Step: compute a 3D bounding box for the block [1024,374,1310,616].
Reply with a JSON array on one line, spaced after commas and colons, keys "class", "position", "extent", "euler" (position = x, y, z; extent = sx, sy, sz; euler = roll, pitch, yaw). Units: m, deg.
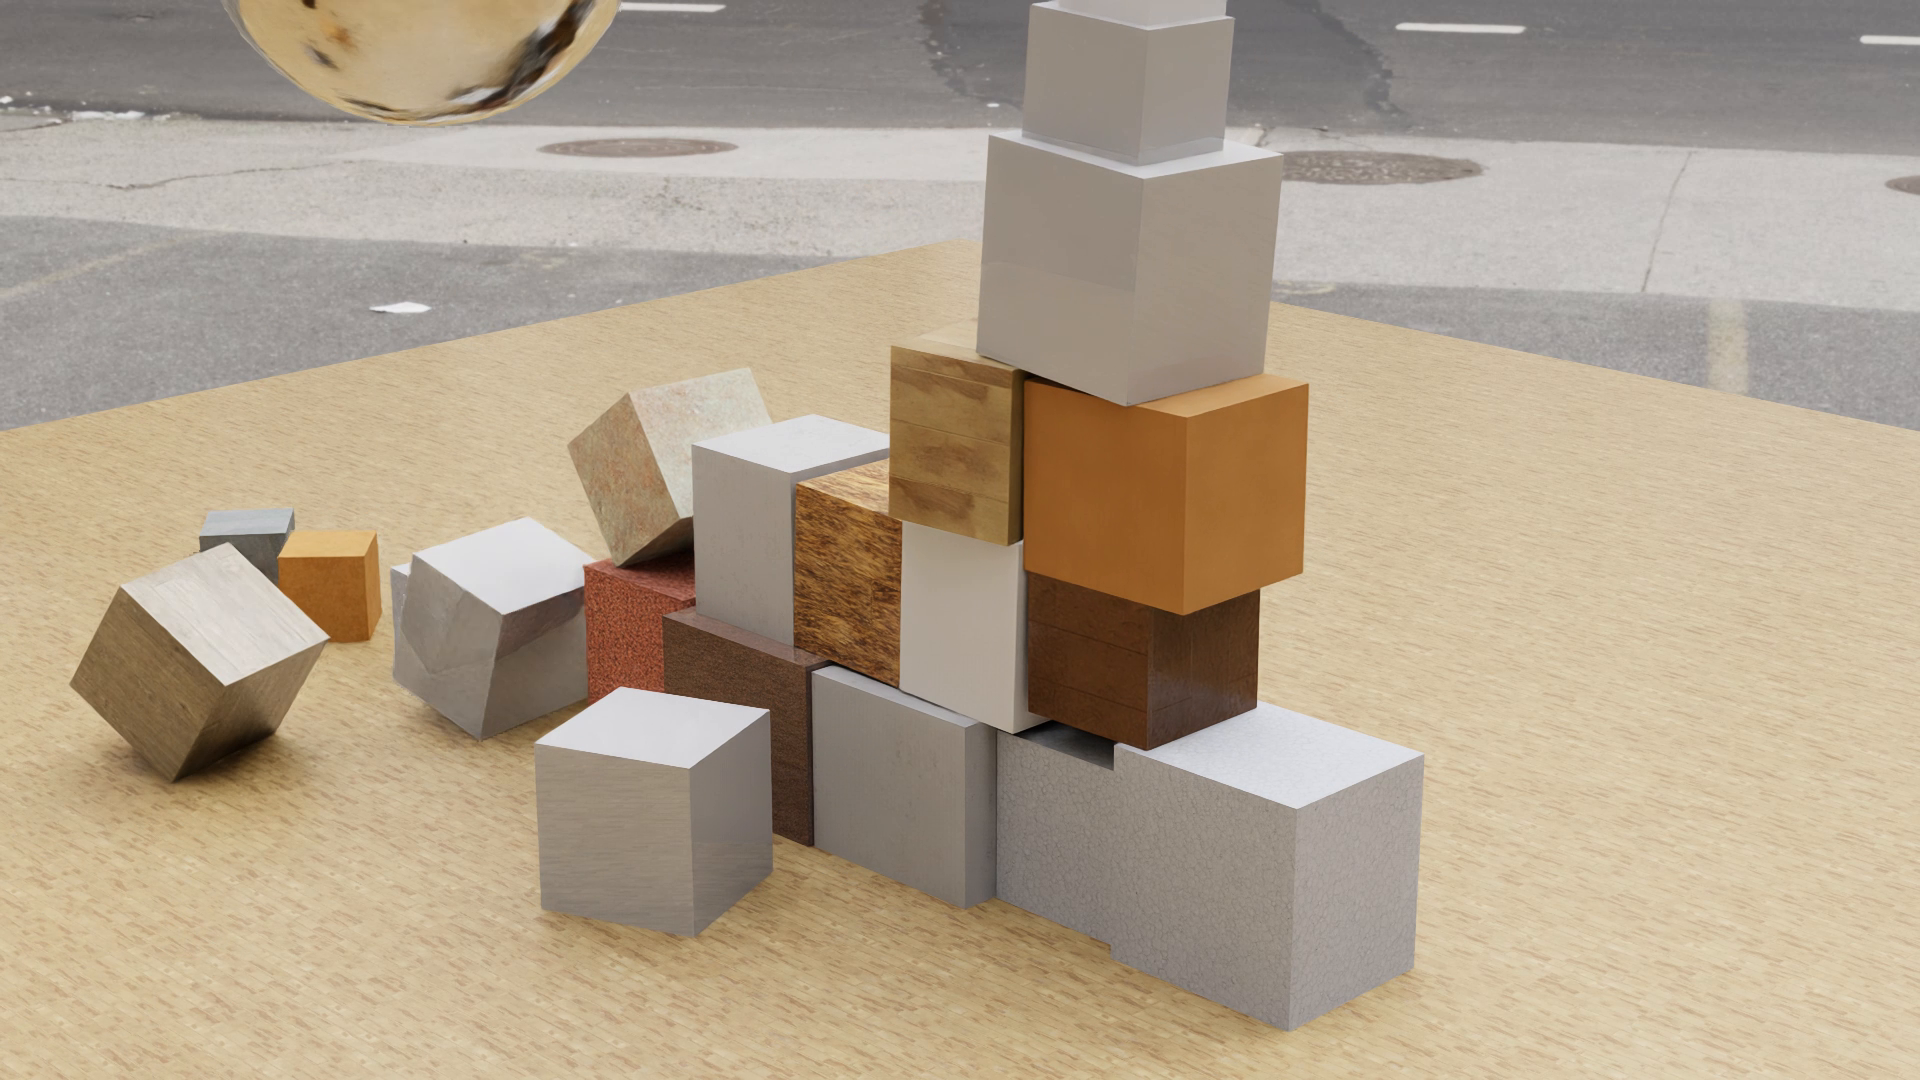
[{"class": "block", "position": [0.864, -0.265, 12.383], "extent": [0.896, 0.833, 0.783], "euler": [16, 24, 42]}]

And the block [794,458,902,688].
[{"class": "block", "position": [-0.255, 0.130, 13.621], "extent": [0.719, 0.797, 0.727], "euler": [-17, 27, -42]}]

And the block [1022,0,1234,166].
[{"class": "block", "position": [0.684, -1.891, 11.994], "extent": [0.634, 0.547, 0.540], "euler": [21, 27, 39]}]

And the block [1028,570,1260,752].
[{"class": "block", "position": [0.792, 0.430, 12.632], "extent": [0.683, 0.642, 0.725], "euler": [16, 24, 42]}]

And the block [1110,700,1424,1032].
[{"class": "block", "position": [1.293, 1.345, 12.424], "extent": [0.847, 0.983, 0.980], "euler": [-17, 24, -42]}]

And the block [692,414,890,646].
[{"class": "block", "position": [-0.754, -0.062, 14.130], "extent": [0.782, 0.848, 0.709], "euler": [-17, 24, -42]}]

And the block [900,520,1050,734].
[{"class": "block", "position": [0.265, 0.265, 13.131], "extent": [0.708, 0.870, 0.785], "euler": [19, 25, 41]}]

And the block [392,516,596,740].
[{"class": "block", "position": [-2.381, 0.450, 15.319], "extent": [0.672, 0.762, 0.816], "euler": [31, 31, 28]}]

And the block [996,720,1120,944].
[{"class": "block", "position": [0.665, 1.239, 13.046], "extent": [0.642, 0.812, 0.773], "euler": [-17, 24, -42]}]

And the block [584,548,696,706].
[{"class": "block", "position": [-1.354, 0.578, 14.946], "extent": [0.763, 0.935, 0.791], "euler": [-16, 24, -42]}]

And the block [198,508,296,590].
[{"class": "block", "position": [-4.157, 0.121, 17.168], "extent": [0.489, 0.475, 0.498], "euler": [-2, 18, -7]}]

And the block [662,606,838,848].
[{"class": "block", "position": [-0.705, 0.793, 14.324], "extent": [1.032, 0.899, 1.051], "euler": [17, 24, 42]}]

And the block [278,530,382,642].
[{"class": "block", "position": [-3.579, 0.261, 16.675], "extent": [0.479, 0.503, 0.488], "euler": [-1, 17, -2]}]

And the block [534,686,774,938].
[{"class": "block", "position": [-1.365, 1.208, 13.176], "extent": [0.771, 0.795, 0.771], "euler": [7, 19, 22]}]

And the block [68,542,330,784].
[{"class": "block", "position": [-3.819, 0.608, 14.740], "extent": [0.745, 0.704, 0.797], "euler": [41, 30, 11]}]

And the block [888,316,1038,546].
[{"class": "block", "position": [0.167, -0.495, 12.800], "extent": [0.637, 0.775, 0.729], "euler": [14, 23, 33]}]

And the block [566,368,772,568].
[{"class": "block", "position": [-1.402, -0.368, 14.820], "extent": [0.755, 0.685, 0.671], "euler": [-15, -12, -40]}]

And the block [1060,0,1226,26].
[{"class": "block", "position": [0.758, -2.403, 11.819], "extent": [0.465, 0.541, 0.494], "euler": [21, 27, 39]}]

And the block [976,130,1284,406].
[{"class": "block", "position": [0.701, -1.190, 12.250], "extent": [0.837, 0.941, 0.886], "euler": [-15, 27, -41]}]

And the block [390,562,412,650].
[{"class": "block", "position": [-2.738, 0.408, 16.139], "extent": [0.592, 0.545, 0.489], "euler": [-14, 22, -38]}]

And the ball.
[{"class": "ball", "position": [-1.947, -2.298, 10.579], "extent": [1.600, 1.600, 1.600], "euler": [0, 17, 0]}]

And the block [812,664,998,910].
[{"class": "block", "position": [0.031, 1.021, 13.645], "extent": [1.024, 0.870, 1.000], "euler": [-17, 24, -42]}]
